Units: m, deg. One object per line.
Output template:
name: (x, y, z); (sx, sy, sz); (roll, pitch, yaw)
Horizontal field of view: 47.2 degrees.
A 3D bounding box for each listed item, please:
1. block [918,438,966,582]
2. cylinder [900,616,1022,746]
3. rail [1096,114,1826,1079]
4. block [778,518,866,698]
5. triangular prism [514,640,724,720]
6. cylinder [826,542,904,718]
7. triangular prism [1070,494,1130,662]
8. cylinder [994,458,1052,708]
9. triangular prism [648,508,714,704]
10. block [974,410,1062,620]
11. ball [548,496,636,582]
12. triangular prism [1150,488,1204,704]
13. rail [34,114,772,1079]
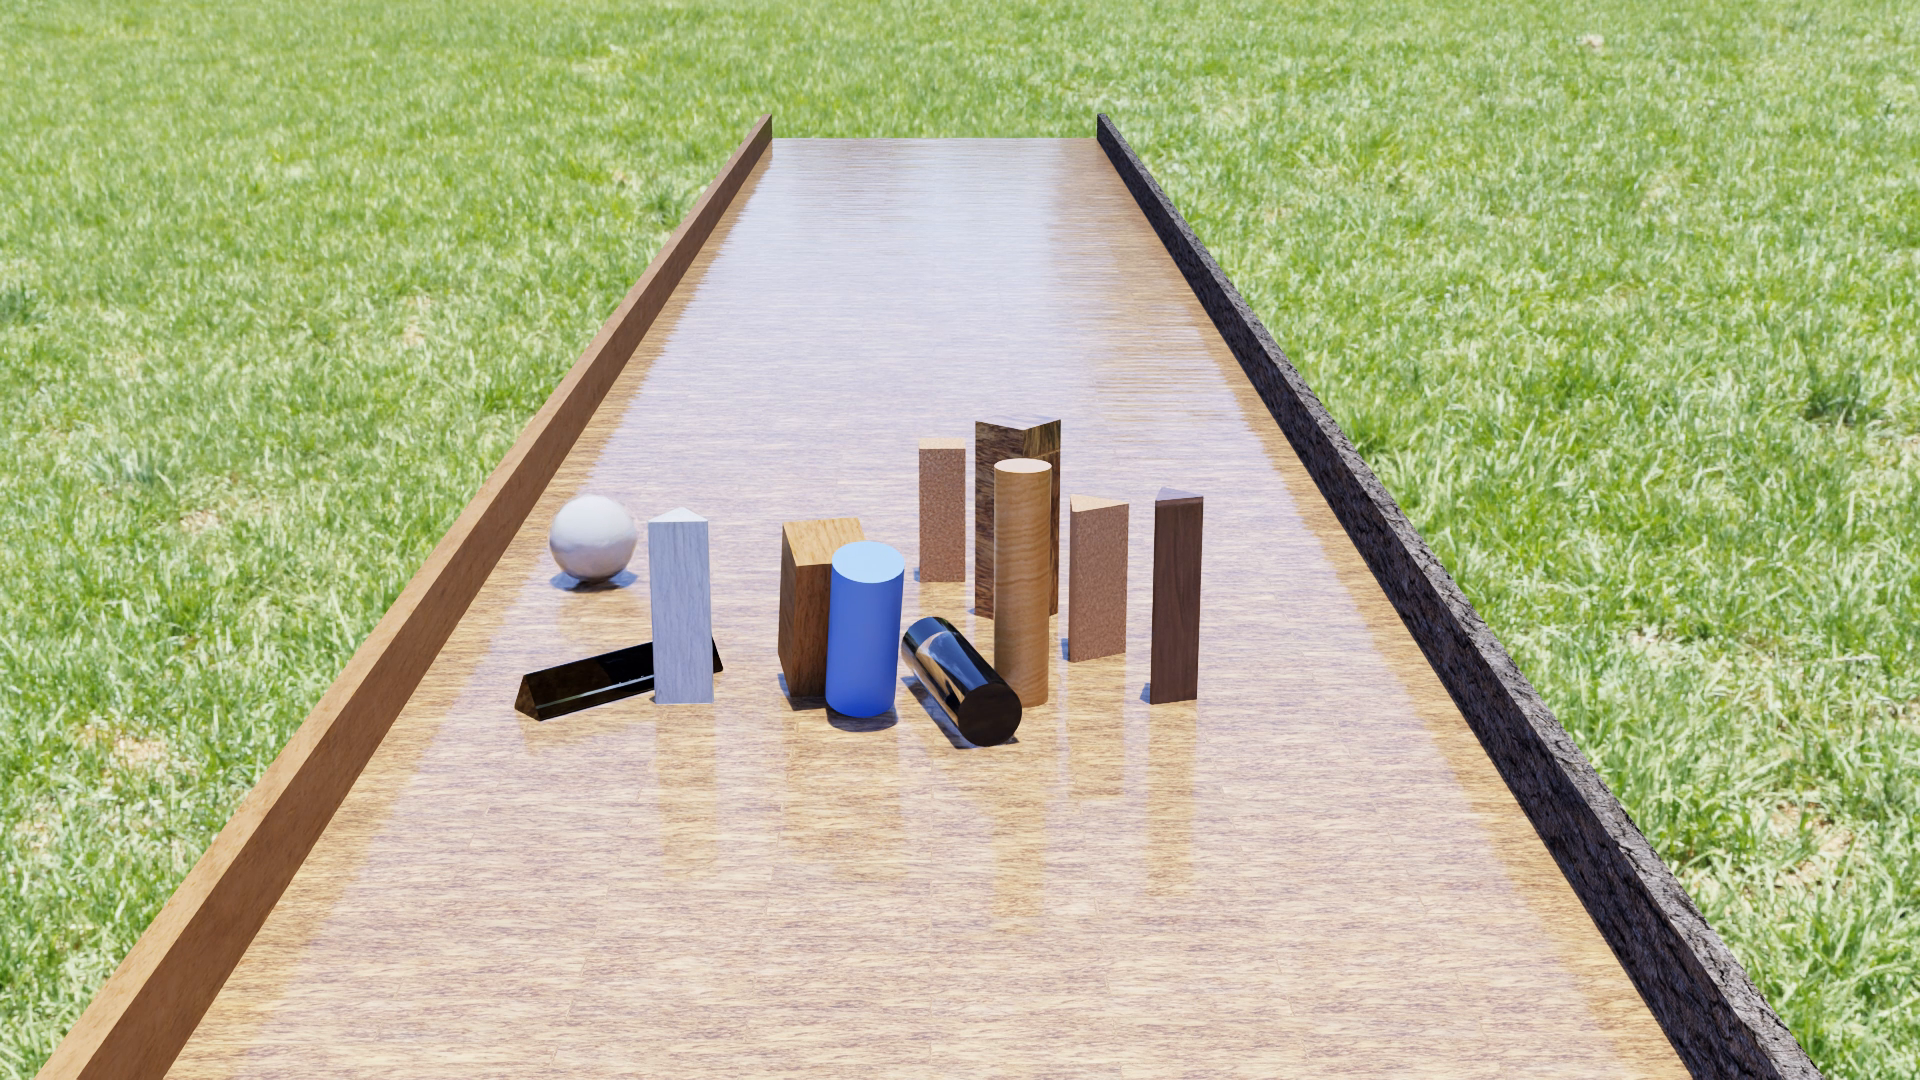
block: (-0.040, -0.067, 4.912); (0.102, 0.308, 0.102); (0, 17, -1)
cylinder: (-0.002, 0.261, 4.133); (0.122, 0.122, 0.391); (-5, 17, -16)
rail: (0.932, -0.844, 7.801); (0.050, 0.150, 12.000); (0, 17, -1)
block: (-0.260, 0.129, 4.201); (0.145, 0.308, 0.145); (-4, 35, -14)
triangular prism: (-0.655, 0.250, 4.242); (0.418, 0.078, 0.091); (-14, 21, -39)
cylinder: (-0.178, 0.167, 4.078); (0.133, 0.309, 0.133); (4, 34, -2)
triangular prism: (0.253, 0.072, 4.433); (0.130, 0.314, 0.112); (-9, 19, -28)
cylinder: (0.117, 0.083, 4.143); (0.106, 0.460, 0.106); (0, 17, 0)
triangular prism: (-0.526, 0.124, 4.175); (0.110, 0.361, 0.095); (-1, 17, -2)
block: (0.121, -0.046, 4.634); (0.127, 0.426, 0.127); (13, 21, 38)
ball: (-0.817, -0.002, 4.894); (0.194, 0.194, 0.194); (0, 17, 0)
triangular prism: (0.395, 0.104, 4.171); (0.096, 0.403, 0.083); (-5, 17, -17)
rail: (-1.118, -0.838, 7.780); (0.050, 0.150, 12.000); (0, 17, -1)
